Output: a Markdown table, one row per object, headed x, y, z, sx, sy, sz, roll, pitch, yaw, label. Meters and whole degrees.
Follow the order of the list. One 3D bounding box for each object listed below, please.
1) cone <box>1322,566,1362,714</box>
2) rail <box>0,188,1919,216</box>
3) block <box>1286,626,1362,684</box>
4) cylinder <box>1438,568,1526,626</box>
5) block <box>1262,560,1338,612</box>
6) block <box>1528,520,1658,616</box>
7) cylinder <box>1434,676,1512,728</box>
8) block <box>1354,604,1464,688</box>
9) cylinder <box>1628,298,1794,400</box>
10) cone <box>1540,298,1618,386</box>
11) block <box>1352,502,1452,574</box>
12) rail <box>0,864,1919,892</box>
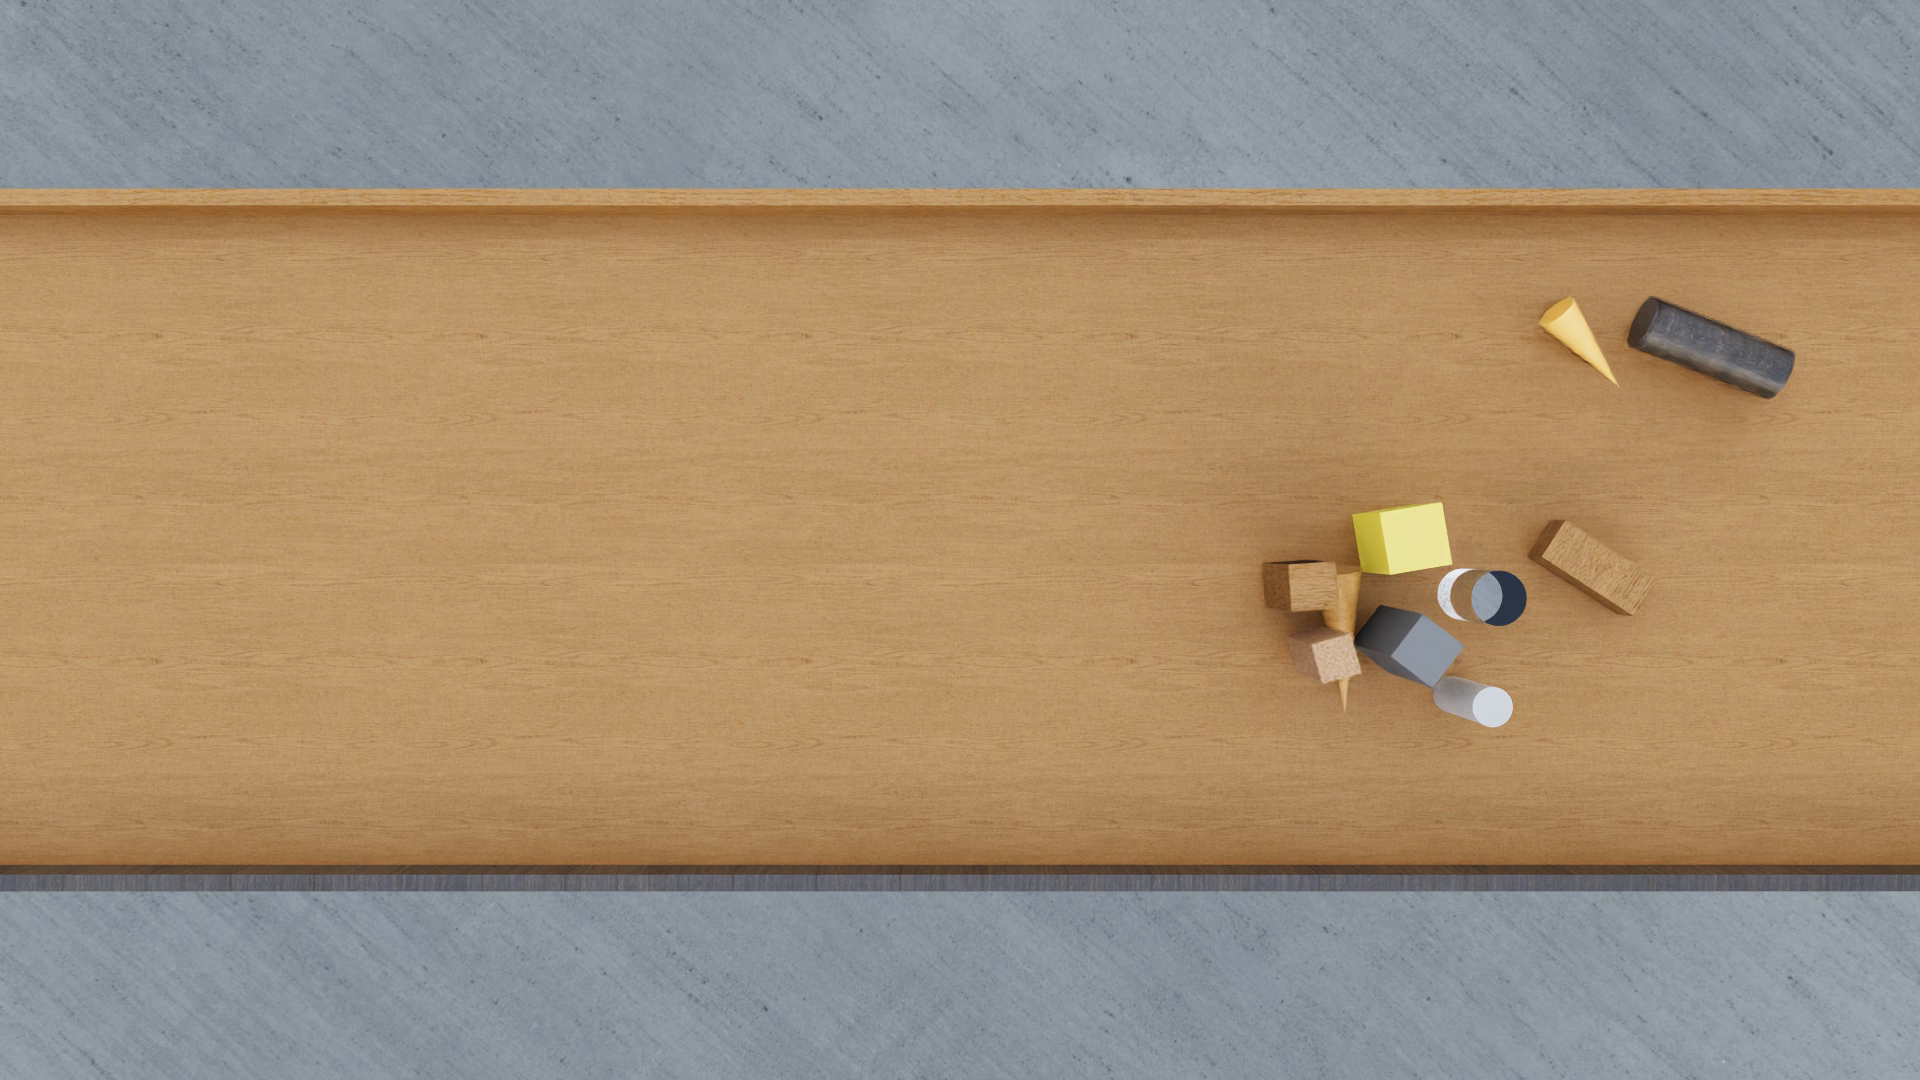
| x | y | z | sx | sy | sz | roll | pitch | yaw | label |
| --- | --- | --- | --- | --- | --- | --- | --- | --- | --- |
| 1.164 | 0.312 | 5.040 | 0.148 | 0.148 | 0.450 | -5 | 99 | 0 | cone |
| -2.247 | -1.025 | 5.002 | 12.000 | 0.150 | 0.050 | 0 | 90 | 0 | rail |
| 1.066 | 0.334 | 4.858 | 0.115 | 0.433 | 0.115 | -16 | 89 | 2 | block |
| 1.549 | 0.167 | 4.908 | 0.160 | 0.336 | 0.160 | 0 | 90 | 0 | cylinder |
| 1.004 | 0.133 | 4.886 | 0.135 | 0.379 | 0.135 | -4 | 90 | -1 | block |
| 1.919 | 0.084 | 5.010 | 0.330 | 0.132 | 0.132 | 33 | 90 | 0 | block |
| 1.513 | 0.474 | 4.880 | 0.114 | 0.393 | 0.114 | 0 | 90 | 0 | cylinder |
| 1.312 | 0.309 | 4.860 | 0.150 | 0.428 | 0.150 | 38 | 90 | -2 | block |
| 2.273 | -0.580 | 4.997 | 0.443 | 0.159 | 0.159 | 21 | 90 | 0 | cylinder |
| 1.921 | -0.583 | 5.046 | 0.122 | 0.122 | 0.316 | -44 | 101 | 0 | cone |
| 1.309 | -0.005 | 4.901 | 0.180 | 0.349 | 0.180 | -10 | 90 | 1 | block |
| -2.247 | 1.025 | 5.001 | 12.000 | 0.150 | 0.050 | 0 | 90 | 0 | rail |
